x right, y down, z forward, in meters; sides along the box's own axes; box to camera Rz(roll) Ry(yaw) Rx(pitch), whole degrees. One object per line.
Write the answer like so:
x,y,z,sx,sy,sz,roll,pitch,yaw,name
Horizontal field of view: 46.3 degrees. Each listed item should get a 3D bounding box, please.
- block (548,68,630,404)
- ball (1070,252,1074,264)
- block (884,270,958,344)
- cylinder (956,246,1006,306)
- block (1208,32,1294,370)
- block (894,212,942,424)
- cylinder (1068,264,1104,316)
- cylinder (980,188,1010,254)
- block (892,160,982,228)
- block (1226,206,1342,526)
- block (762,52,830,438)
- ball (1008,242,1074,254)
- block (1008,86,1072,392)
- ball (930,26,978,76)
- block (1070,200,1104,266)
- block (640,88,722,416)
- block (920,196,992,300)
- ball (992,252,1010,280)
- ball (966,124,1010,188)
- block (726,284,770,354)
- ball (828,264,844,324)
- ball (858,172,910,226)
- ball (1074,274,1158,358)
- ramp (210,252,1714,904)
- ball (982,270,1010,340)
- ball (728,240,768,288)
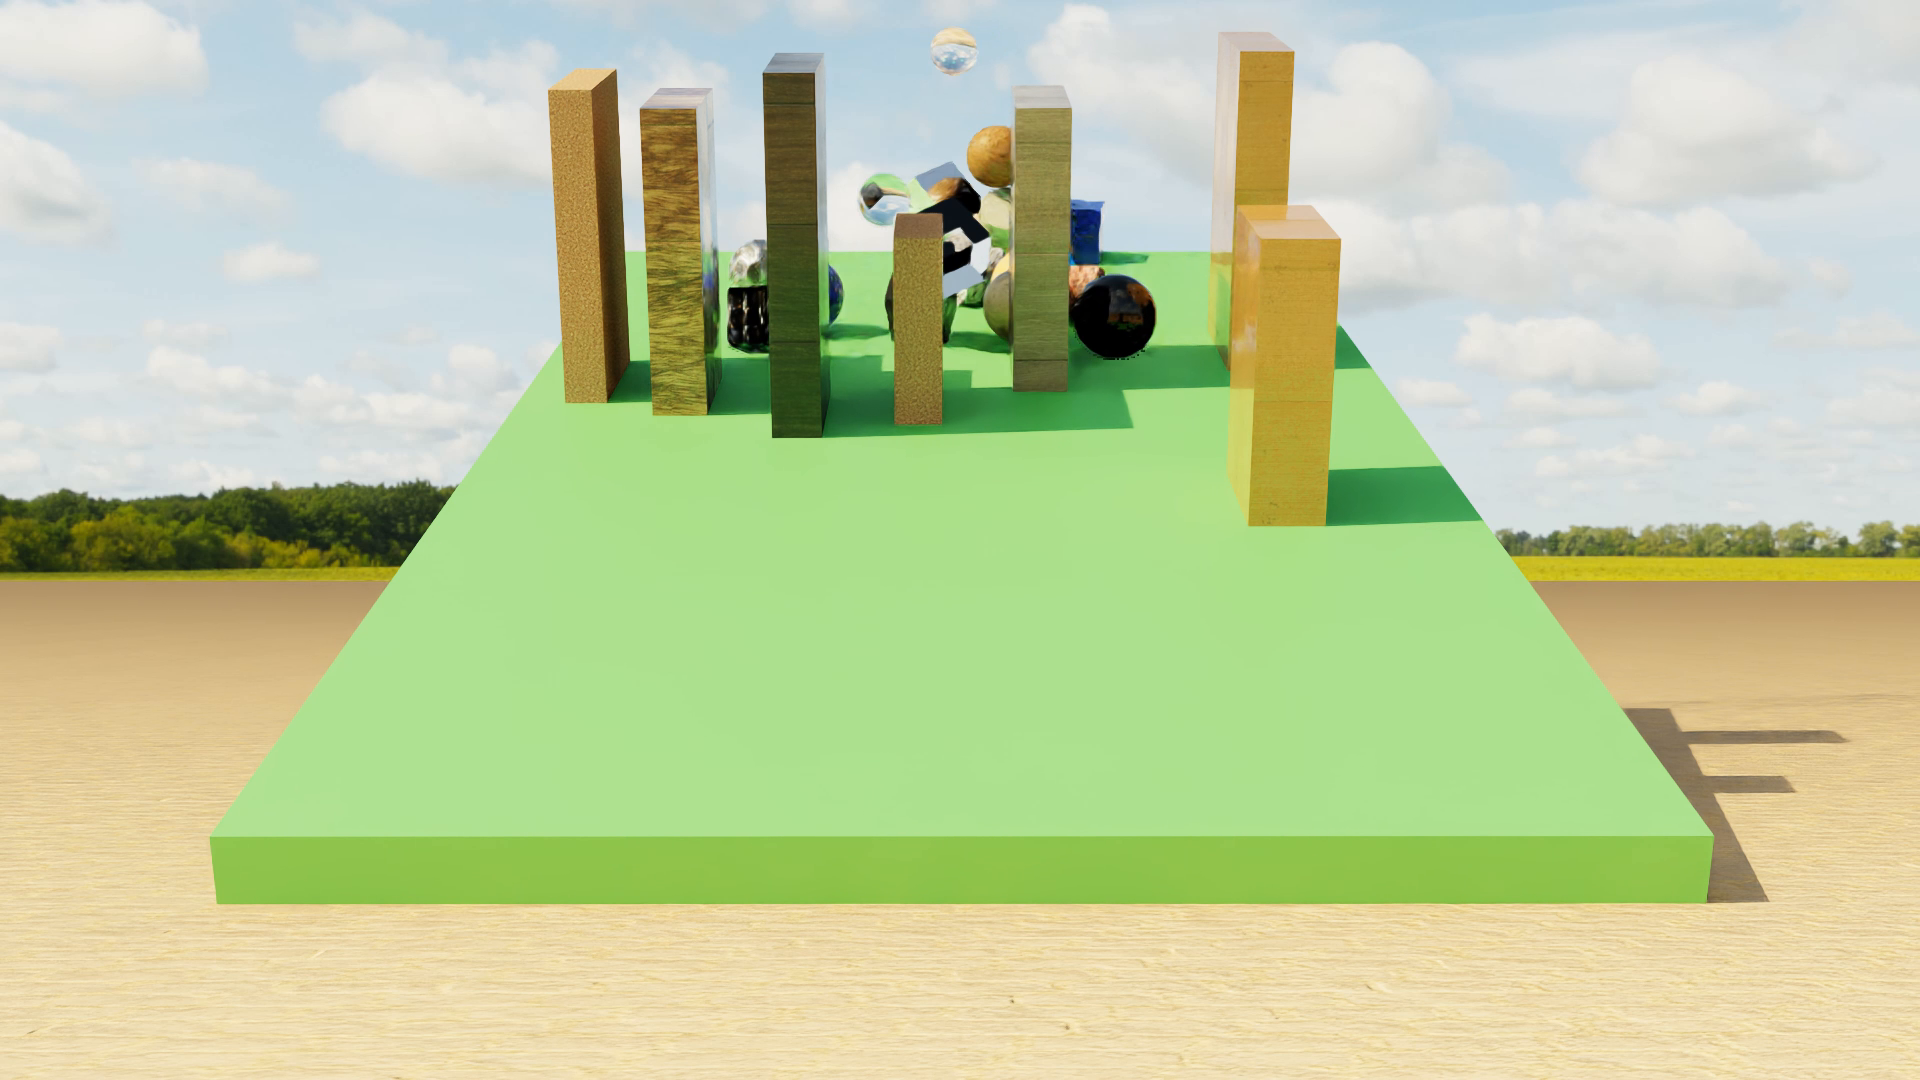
-0.848,-0.705,5.163,0.094,0.703,0.392,0,18,0,block
0.220,-0.739,6.094,0.181,0.181,0.181,0,-1,0,ball
-0.097,-0.600,5.649,0.143,0.143,0.143,4,-40,12,block
0.043,-0.716,6.079,0.143,0.143,0.143,-12,5,-30,cylinder
0.704,-0.833,5.471,0.125,0.754,0.440,0,18,0,block
-0.091,-0.497,4.998,0.104,0.414,0.303,0,18,0,block
0.304,-0.659,5.930,0.134,0.134,0.134,6,1,16,cylinder
0.137,-0.917,6.560,0.159,0.159,0.159,0,-33,0,cylinder
-0.070,-0.966,6.595,0.182,0.182,0.182,-33,-8,-45,block
0.618,-0.341,4.321,0.146,0.549,0.351,0,18,0,block
-0.350,-0.644,4.868,0.107,0.773,0.368,0,18,0,block
0.224,-0.803,6.280,0.184,0.184,0.184,0,-1,0,ball
0.185,-0.716,5.283,0.126,0.650,0.406,0,18,0,block
-0.017,-1.441,6.610,0.142,0.142,0.142,0,-1,0,ball
0.339,-0.912,6.641,0.161,0.161,0.161,3,19,7,block
-0.623,-0.652,5.046,0.121,0.677,0.349,0,18,0,block
-0.039,-0.715,5.530,0.158,0.158,0.158,-27,-28,-23,block
0.173,-0.662,5.804,0.185,0.185,0.185,0,-1,0,ball
0.109,-1.115,6.525,0.182,0.182,0.182,0,-1,0,ball
-0.468,-0.530,5.395,0.138,0.138,0.138,-4,-6,18,block
-0.393,-0.625,5.723,0.198,0.198,0.198,0,-1,0,ball
-0.210,-0.944,6.226,0.148,0.148,0.148,0,-1,0,ball
0.380,-0.547,5.478,0.206,0.206,0.206,0,-1,0,ball
-0.004,-0.191,4.894,2.000,0.100,4.000,0,18,0,ramp
0.149,-0.589,5.637,0.185,0.185,0.185,0,-1,0,ball
-0.541,-0.727,6.072,0.170,0.170,0.170,0,-1,0,ball
